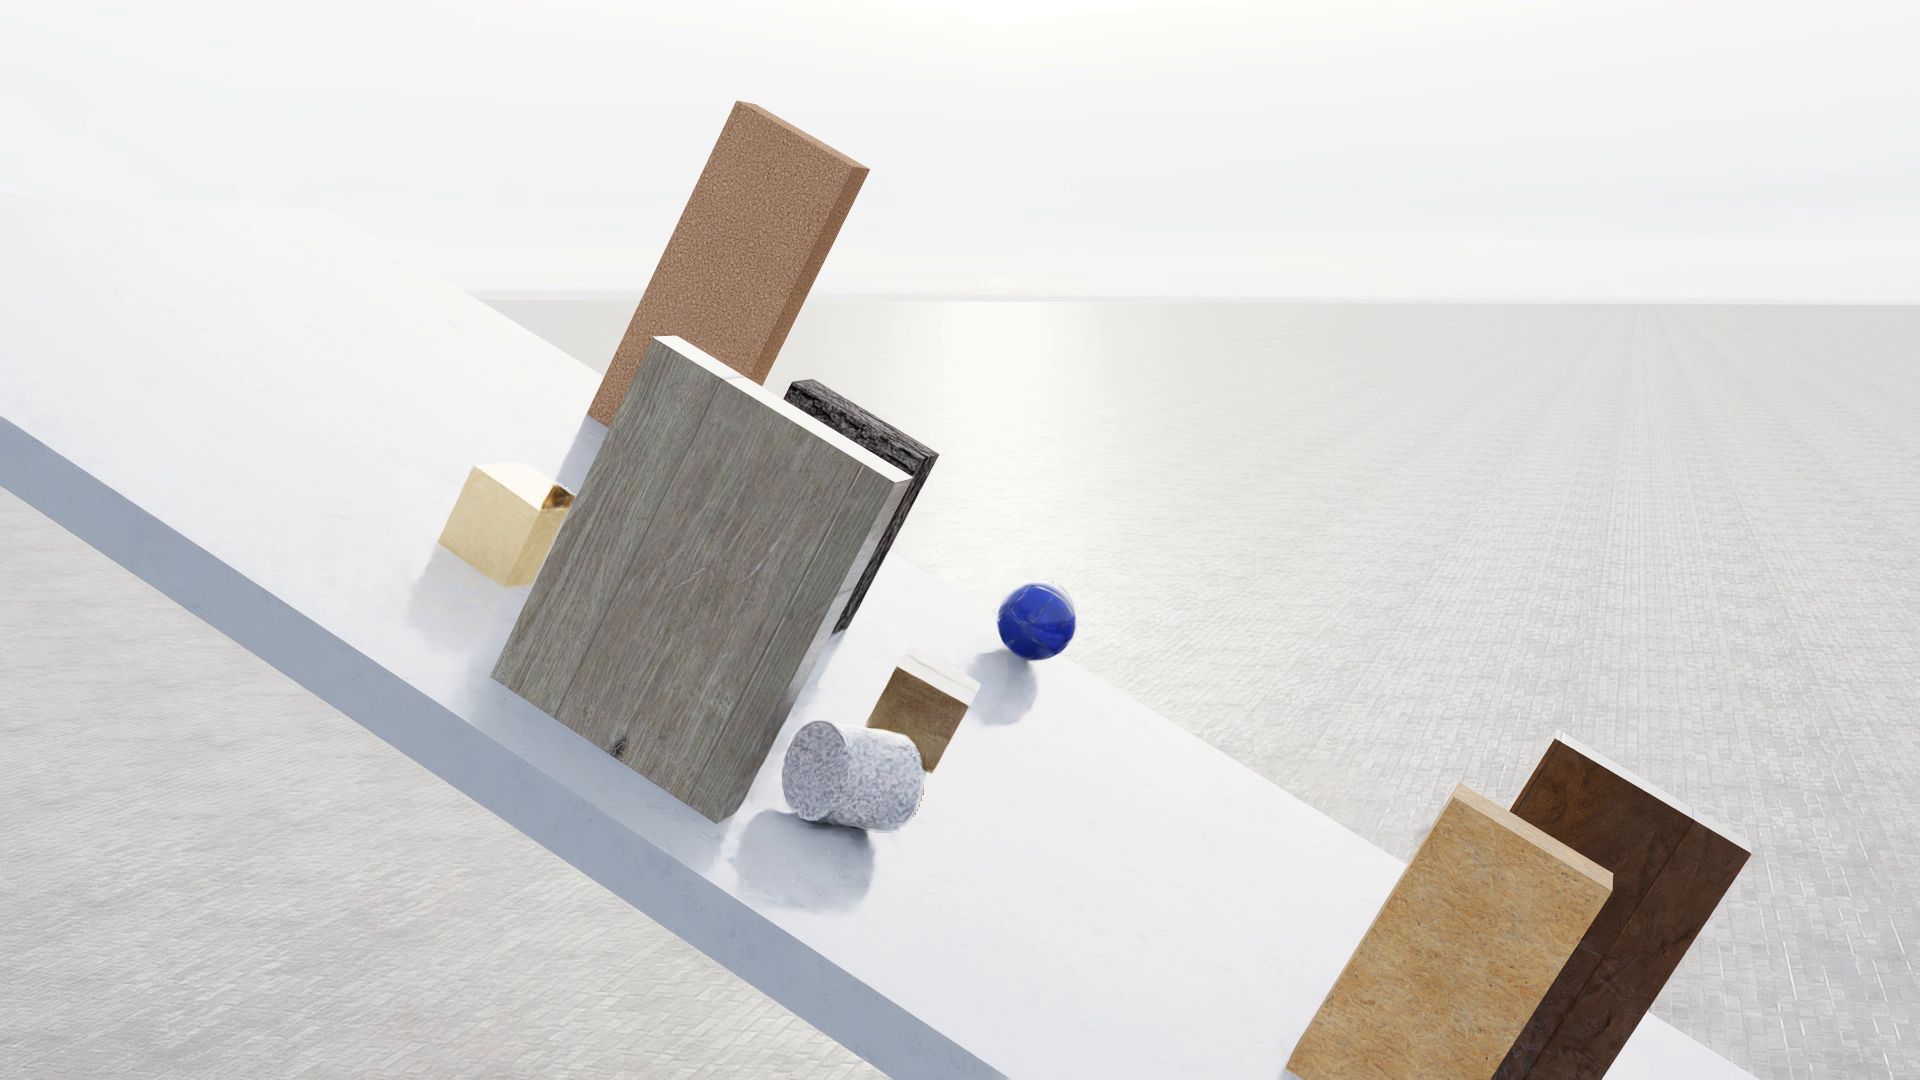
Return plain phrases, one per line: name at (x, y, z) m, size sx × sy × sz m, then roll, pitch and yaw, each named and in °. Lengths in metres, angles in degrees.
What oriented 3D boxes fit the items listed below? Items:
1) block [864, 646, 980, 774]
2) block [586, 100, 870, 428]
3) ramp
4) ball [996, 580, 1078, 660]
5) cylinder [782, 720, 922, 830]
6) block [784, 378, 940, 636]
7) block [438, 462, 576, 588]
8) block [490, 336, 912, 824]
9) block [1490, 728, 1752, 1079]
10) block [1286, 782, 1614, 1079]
block at (-0.071, 0.309, 4.014) m, size 0.149 × 0.149 × 0.149 m, roll 29°, pitch 14°, yaw 2°
block at (-0.518, -0.547, 4.876) m, size 0.306 × 0.782 × 0.110 m, roll 31°, pitch 14°, yaw 11°
ramp at (-0.208, 0.345, 4.140) m, size 4.000 × 0.100 × 2.000 m, roll 31°, pitch 14°, yaw 11°
ball at (0.170, 0.178, 4.865) m, size 0.178 × 0.178 × 0.178 m, roll 0°, pitch 7°, yaw 0°
cylinder at (-0.173, 0.379, 3.532) m, size 0.160 × 0.160 × 0.160 m, roll 15°, pitch -5°, yaw -42°
block at (-0.279, -0.067, 4.407) m, size 0.306 × 0.409 × 0.115 m, roll 31°, pitch 14°, yaw 11°
block at (-0.780, -0.027, 3.850) m, size 0.156 × 0.156 × 0.156 m, roll 33°, pitch 15°, yaw 18°
block at (-0.401, 0.060, 3.342) m, size 0.432 × 0.602 × 0.081 m, roll 31°, pitch 14°, yaw 11°
block at (1.039, 0.687, 3.821) m, size 0.368 × 0.612 × 0.083 m, roll 31°, pitch 14°, yaw 11°
block at (0.774, 0.687, 3.495) m, size 0.274 × 0.529 × 0.105 m, roll 31°, pitch 14°, yaw 11°
